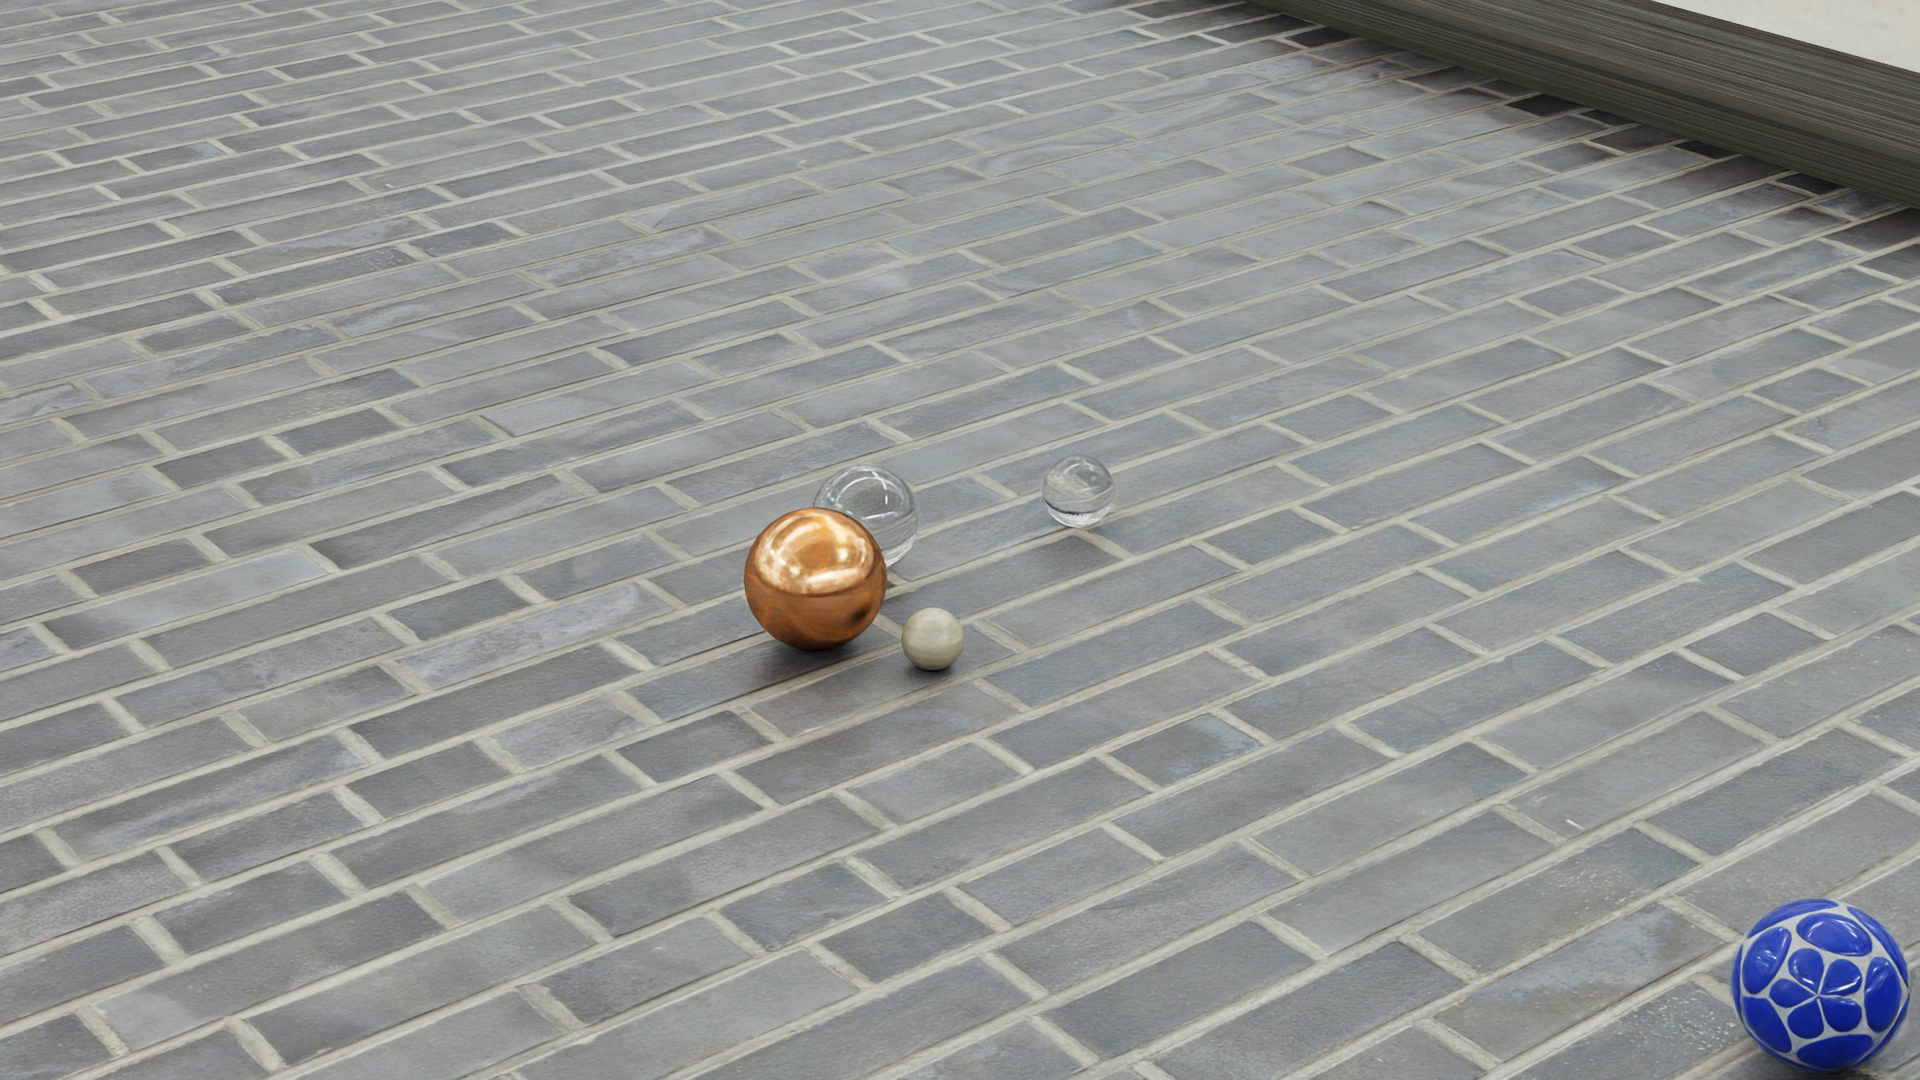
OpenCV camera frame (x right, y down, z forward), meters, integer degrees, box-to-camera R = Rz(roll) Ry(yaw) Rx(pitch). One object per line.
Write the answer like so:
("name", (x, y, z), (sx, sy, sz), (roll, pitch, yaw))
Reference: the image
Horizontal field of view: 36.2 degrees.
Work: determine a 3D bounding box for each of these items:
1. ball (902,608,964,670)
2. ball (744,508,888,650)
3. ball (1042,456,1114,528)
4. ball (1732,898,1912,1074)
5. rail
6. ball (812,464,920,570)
("ball", (-0.018, 0.067, 1.992), (0.043, 0.043, 0.043), (0, 26, 0))
("ball", (-0.099, 0.027, 2.012), (0.098, 0.098, 0.098), (0, 26, 0))
("ball", (0.088, -0.036, 2.195), (0.054, 0.054, 0.054), (0, 26, 0))
("ball", (0.461, 0.239, 1.576), (0.093, 0.093, 0.093), (0, 26, 0))
("rail", (0.315, -0.707, 3.501), (0.045, 0.129, 4.183), (-19, 31, -34))
("ball", (-0.069, -0.015, 2.121), (0.079, 0.079, 0.079), (0, 26, 0))
